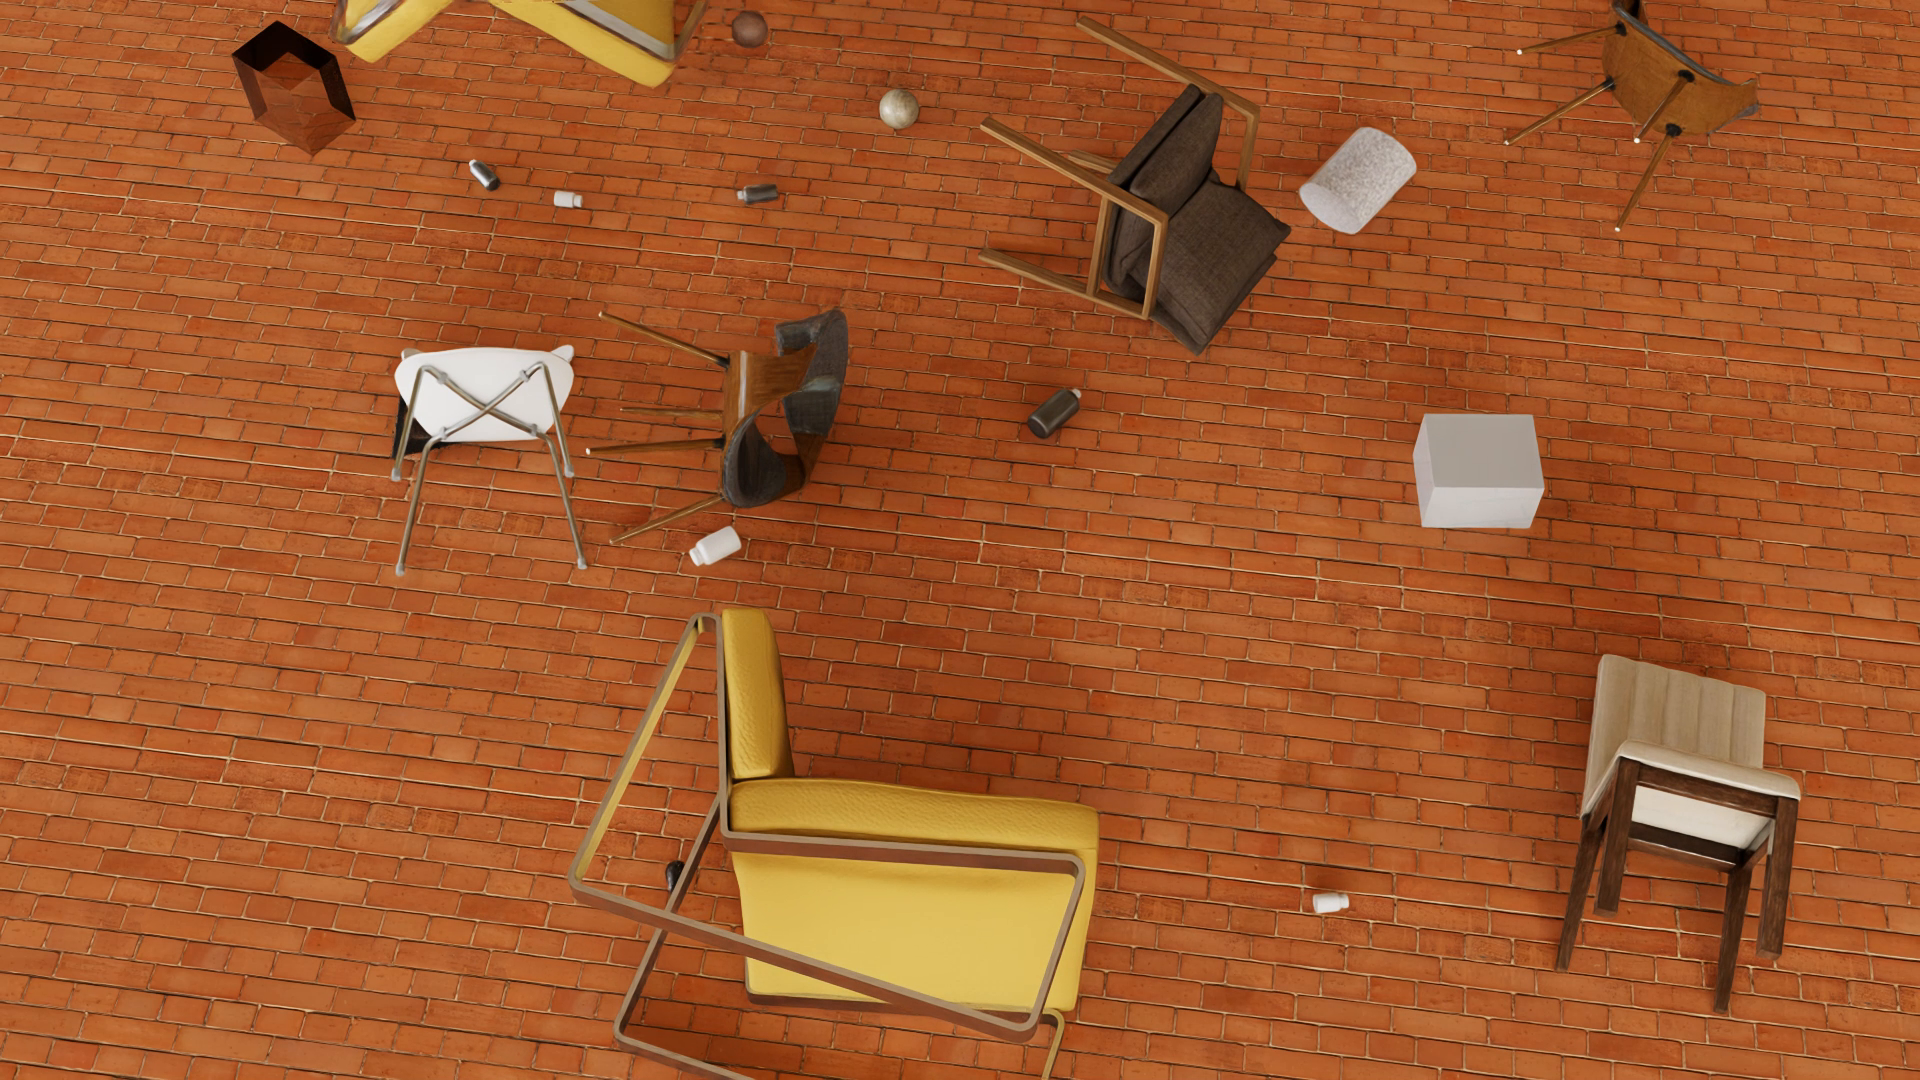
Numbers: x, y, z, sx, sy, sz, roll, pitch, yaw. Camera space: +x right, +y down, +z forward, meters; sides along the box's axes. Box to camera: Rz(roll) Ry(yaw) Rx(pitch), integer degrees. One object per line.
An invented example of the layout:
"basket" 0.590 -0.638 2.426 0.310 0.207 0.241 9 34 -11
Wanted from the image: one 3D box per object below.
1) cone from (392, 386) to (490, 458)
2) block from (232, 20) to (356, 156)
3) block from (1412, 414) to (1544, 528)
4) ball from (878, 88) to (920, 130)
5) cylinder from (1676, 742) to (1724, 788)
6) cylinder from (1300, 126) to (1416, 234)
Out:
"cone" -1.582 -0.341 6.751 0.288 0.180 0.249 8 53 -16
"block" -2.241 -1.521 7.411 0.281 0.305 0.205 32 62 20
"block" 1.549 -0.207 6.588 0.323 0.207 0.270 1 56 0
"ball" -0.207 -1.465 7.475 0.137 0.137 0.137 0 56 0
"cylinder" 2.058 0.626 6.115 0.113 0.063 0.111 -32 61 -20
"cylinder" 1.317 -1.193 7.281 0.246 0.154 0.331 37 63 16
